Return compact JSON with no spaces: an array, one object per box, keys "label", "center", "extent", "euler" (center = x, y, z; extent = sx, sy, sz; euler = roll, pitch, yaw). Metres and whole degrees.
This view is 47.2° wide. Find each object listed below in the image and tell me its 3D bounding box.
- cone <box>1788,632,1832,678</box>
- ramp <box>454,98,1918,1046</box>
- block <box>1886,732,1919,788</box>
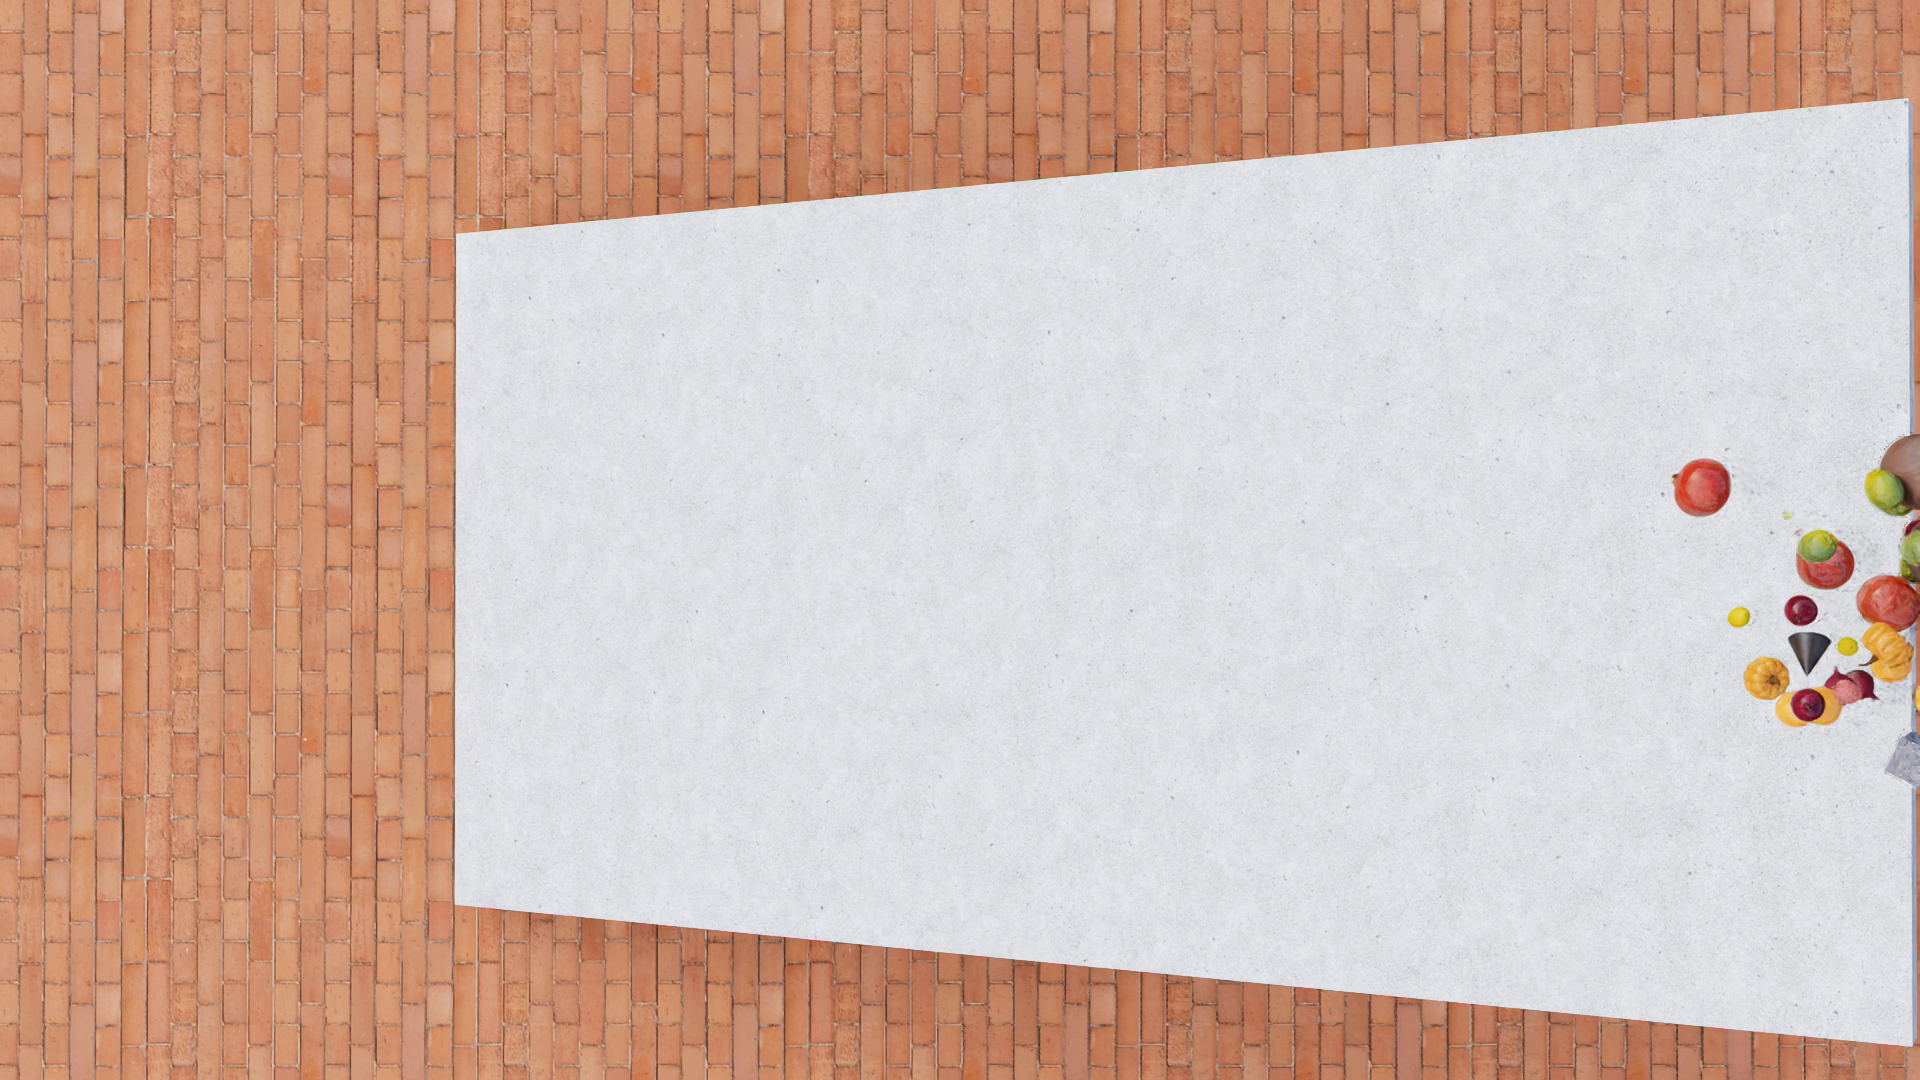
[{"label":"cone","center":[1.702,0.239,4.413],"extent":[0.082,0.082,0.082],"euler":[14,65,0]},{"label":"ramp","center":[0.274,0.076,5.642],"extent":[4.000,0.100,2.000],"euler":[0,89,29]},{"label":"block","center":[1.597,0.367,3.665],"extent":[0.065,0.065,0.065],"euler":[32,114,34]}]
